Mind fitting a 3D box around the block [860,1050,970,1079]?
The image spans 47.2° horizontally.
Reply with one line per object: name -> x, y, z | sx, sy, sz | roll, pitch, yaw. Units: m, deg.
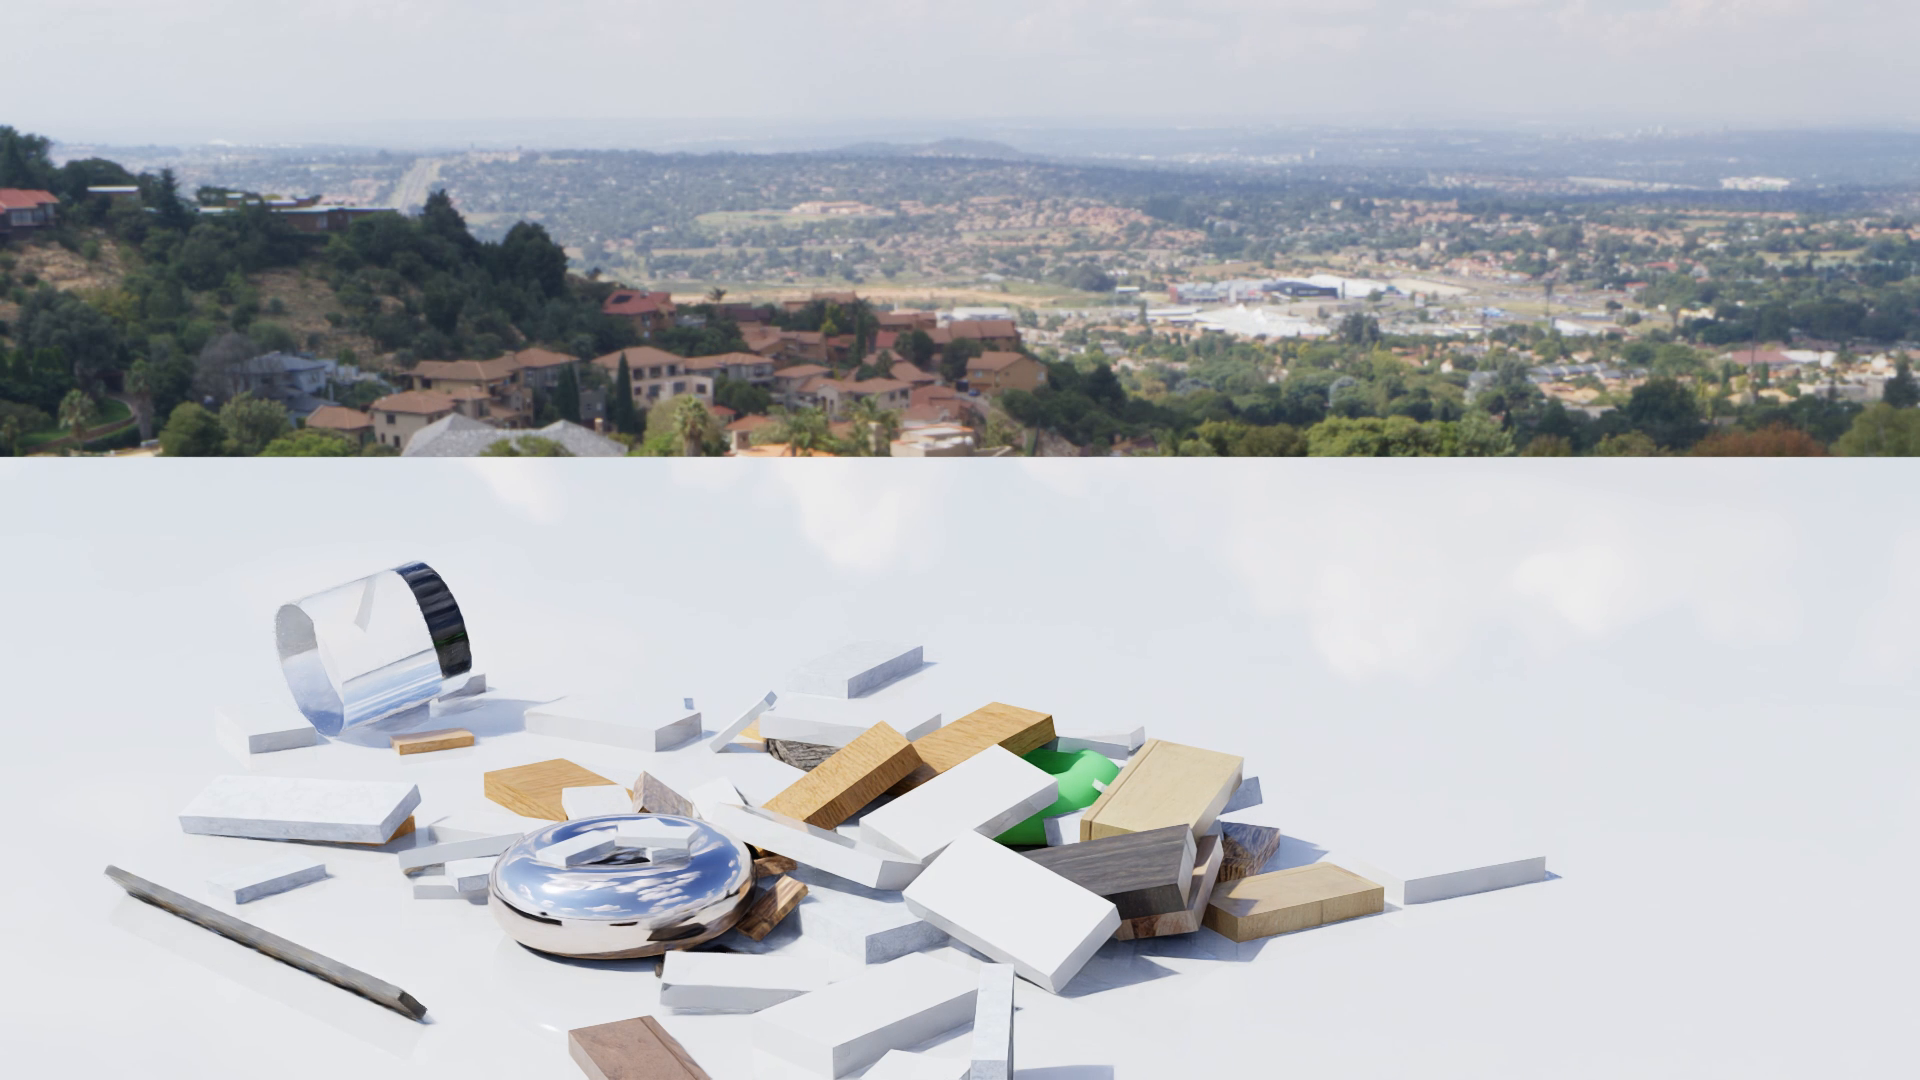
block -> -0.082, 0.727, 2.835 | 0.120, 0.034, 0.240 | 4, 11, 22

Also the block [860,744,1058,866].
block -> 0.000, 0.464, 3.785 | 0.324, 0.044, 0.155 | -25, 37, -37

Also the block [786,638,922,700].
block -> -0.242, 0.297, 5.122 | 0.161, 0.046, 0.375 | 5, 12, 25

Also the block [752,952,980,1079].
block -> -0.118, 0.669, 3.115 | 0.163, 0.046, 0.327 | 10, 14, 42

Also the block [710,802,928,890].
block -> -0.234, 0.506, 3.626 | 0.327, 0.046, 0.163 | 15, -4, 27

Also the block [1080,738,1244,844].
block -> 0.345, 0.439, 3.715 | 0.173, 0.049, 0.347 | 10, 22, 22

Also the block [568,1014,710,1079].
block -> -0.432, 0.706, 2.951 | 0.120, 0.034, 0.240 | -5, 12, -26

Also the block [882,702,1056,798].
block -> 0.002, 0.385, 3.995 | 0.321, 0.046, 0.161 | -24, 21, -37

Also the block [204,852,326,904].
block -> -1.170, 0.570, 3.709 | 0.088, 0.025, 0.175 | 8, 13, 38

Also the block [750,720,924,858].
block -> -0.231, 0.447, 3.872 | 0.321, 0.046, 0.161 | -35, 20, -11

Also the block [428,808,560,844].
block -> -0.836, 0.523, 3.950 | 0.209, 0.030, 0.104 | 4, 11, 22

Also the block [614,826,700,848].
block -> -0.472, 0.463, 3.429 | 0.117, 0.017, 0.059 | 0, 10, 11

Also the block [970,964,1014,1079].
block -> 0.043, 0.672, 2.805 | 0.044, 0.155, 0.311 | 1, 11, 3

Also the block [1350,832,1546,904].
block -> 0.830, 0.556, 3.738 | 0.294, 0.042, 0.147 | -5, 12, -25

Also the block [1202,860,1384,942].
block -> 0.527, 0.586, 3.575 | 0.294, 0.042, 0.147 | -6, 12, -29

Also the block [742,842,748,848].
block -> -0.382, 0.506, 3.858 | 0.059, 0.017, 0.117 | -33, 19, -6

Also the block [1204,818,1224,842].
block -> 0.306, 0.524, 3.776 | 0.262, 0.037, 0.131 | -11, 0, -26

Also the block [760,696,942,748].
block -> -0.222, 0.374, 4.450 | 0.329, 0.047, 0.165 | 5, 12, 24

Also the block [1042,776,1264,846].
block -> 0.339, 0.475, 3.856 | 0.347, 0.049, 0.173 | -11, 0, -30

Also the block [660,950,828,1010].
block -> -0.313, 0.646, 3.217 | 0.240, 0.034, 0.120 | 4, 11, -4

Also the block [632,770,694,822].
block -> -0.534, 0.489, 3.957 | 0.111, 0.031, 0.222 | 37, 4, -12

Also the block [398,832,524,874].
block -> -0.845, 0.533, 3.742 | 0.209, 0.030, 0.104 | -8, -11, -13

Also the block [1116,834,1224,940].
block -> 0.338, 0.558, 3.548 | 0.131, 0.037, 0.262 | -11, 16, 19

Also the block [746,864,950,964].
block -> -0.184, 0.593, 3.526 | 0.163, 0.046, 0.327 | -8, 13, -38

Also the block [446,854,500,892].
block -> -0.763, 0.551, 3.676 | 0.175, 0.025, 0.088 | -5, 12, -26

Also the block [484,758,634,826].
block -> -0.740, 0.482, 4.120 | 0.167, 0.047, 0.335 | -8, 13, -37

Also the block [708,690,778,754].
block -> -0.445, 0.373, 4.518 | 0.155, 0.022, 0.077 | -40, 4, 11

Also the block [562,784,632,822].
block -> -0.625, 0.504, 3.894 | 0.111, 0.031, 0.222 | -1, 23, -24

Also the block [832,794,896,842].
block -> -0.143, 0.499, 3.890 | 0.165, 0.047, 0.329 | 3, 17, -9

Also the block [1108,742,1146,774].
block -> 0.316, 0.445, 4.357 | 0.275, 0.033, 0.117 | -7, 12, -32

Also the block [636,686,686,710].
block -> -0.658, 0.361, 4.825 | 0.101, 0.029, 0.202 | -2, 11, -10

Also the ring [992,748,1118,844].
ring -> 0.124, 0.462, 4.033 | 0.363, 0.121, 0.363 | -1, 10, 0

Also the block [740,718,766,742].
block -> -0.399, 0.402, 4.621 | 0.077, 0.022, 0.155 | -9, 14, -41

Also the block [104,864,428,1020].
block -> -1.092, 0.612, 3.399 | 0.826, 0.059, 0.017 | 9, 56, 40

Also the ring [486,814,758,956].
ring -> -0.538, 0.548, 3.513 | 0.428, 0.143, 0.428 | -1, 9, 0

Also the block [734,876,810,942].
block -> -0.299, 0.585, 3.490 | 0.117, 0.017, 0.059 | -43, 32, -25

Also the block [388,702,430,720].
block -> -1.296, 0.356, 4.842 | 0.222, 0.031, 0.111 | 4, 11, 21

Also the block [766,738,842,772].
block -> -0.266, 0.433, 4.386 | 0.165, 0.047, 0.329 | -4, 11, -18

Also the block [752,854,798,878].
block -> -0.313, 0.544, 3.676 | 0.078, 0.022, 0.156 | -11, -4, -6

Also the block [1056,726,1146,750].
block -> 0.245, 0.406, 4.439 | 0.235, 0.033, 0.117 | -5, 2, 18

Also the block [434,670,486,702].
block -> -1.229, 0.318, 5.030 | 0.273, 0.039, 0.136 | 8, 13, 36

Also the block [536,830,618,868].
block -> -0.594, 0.483, 3.437 | 0.063, 0.018, 0.125 | 5, 12, 35

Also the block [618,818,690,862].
block -> -0.484, 0.473, 3.475 | 0.063, 0.018, 0.169 | -6, 11, -26

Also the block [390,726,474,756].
block -> -1.091, 0.415, 4.549 | 0.155, 0.022, 0.077 | -5, 12, -27

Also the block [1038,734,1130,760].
block -> 0.215, 0.387, 4.146 | 0.101, 0.029, 0.202 | 6, -5, 45

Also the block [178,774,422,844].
block -> -1.193, 0.484, 3.973 | 0.417, 0.039, 0.136 | 0, 26, 18

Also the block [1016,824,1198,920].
block -> 0.191, 0.540, 3.457 | 0.347, 0.049, 0.173 | -12, 21, 17

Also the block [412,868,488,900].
block -> -0.816, 0.575, 3.681 | 0.176, 0.025, 0.088 | 0, 11, 1

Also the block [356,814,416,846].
block -> -1.107, 0.514, 3.999 | 0.209, 0.030, 0.104 | 5, 12, 27

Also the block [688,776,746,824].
block -> -0.441, 0.487, 4.030 | 0.078, 0.022, 0.156 | -22, 26, -14

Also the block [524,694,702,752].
block -> -0.733, 0.384, 4.646 | 0.335, 0.047, 0.167 | 5, 12, 27

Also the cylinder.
cylinder -> -1.247, 0.229, 4.673 | 0.296, 0.296, 0.296 | -22, 22, -37

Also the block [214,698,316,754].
block -> -1.467, 0.391, 4.637 | 0.136, 0.039, 0.273 | -7, 12, -32

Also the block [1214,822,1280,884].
block -> 0.470, 0.544, 3.825 | 0.117, 0.033, 0.235 | 4, 11, 22

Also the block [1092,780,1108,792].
block -> 0.262, 0.443, 3.865 | 0.050, 0.014, 0.099 | 30, -3, -3

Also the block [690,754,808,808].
block -> -0.350, 0.478, 4.141 | 0.167, 0.047, 0.335 | -8, 13, -36

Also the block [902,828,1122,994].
block -> 0.077, 0.563, 3.359 | 0.310, 0.044, 0.155 | 22, 53, 40

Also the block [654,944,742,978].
block -> -0.392, 0.644, 3.330 | 0.125, 0.018, 0.063 | -10, 15, -43
